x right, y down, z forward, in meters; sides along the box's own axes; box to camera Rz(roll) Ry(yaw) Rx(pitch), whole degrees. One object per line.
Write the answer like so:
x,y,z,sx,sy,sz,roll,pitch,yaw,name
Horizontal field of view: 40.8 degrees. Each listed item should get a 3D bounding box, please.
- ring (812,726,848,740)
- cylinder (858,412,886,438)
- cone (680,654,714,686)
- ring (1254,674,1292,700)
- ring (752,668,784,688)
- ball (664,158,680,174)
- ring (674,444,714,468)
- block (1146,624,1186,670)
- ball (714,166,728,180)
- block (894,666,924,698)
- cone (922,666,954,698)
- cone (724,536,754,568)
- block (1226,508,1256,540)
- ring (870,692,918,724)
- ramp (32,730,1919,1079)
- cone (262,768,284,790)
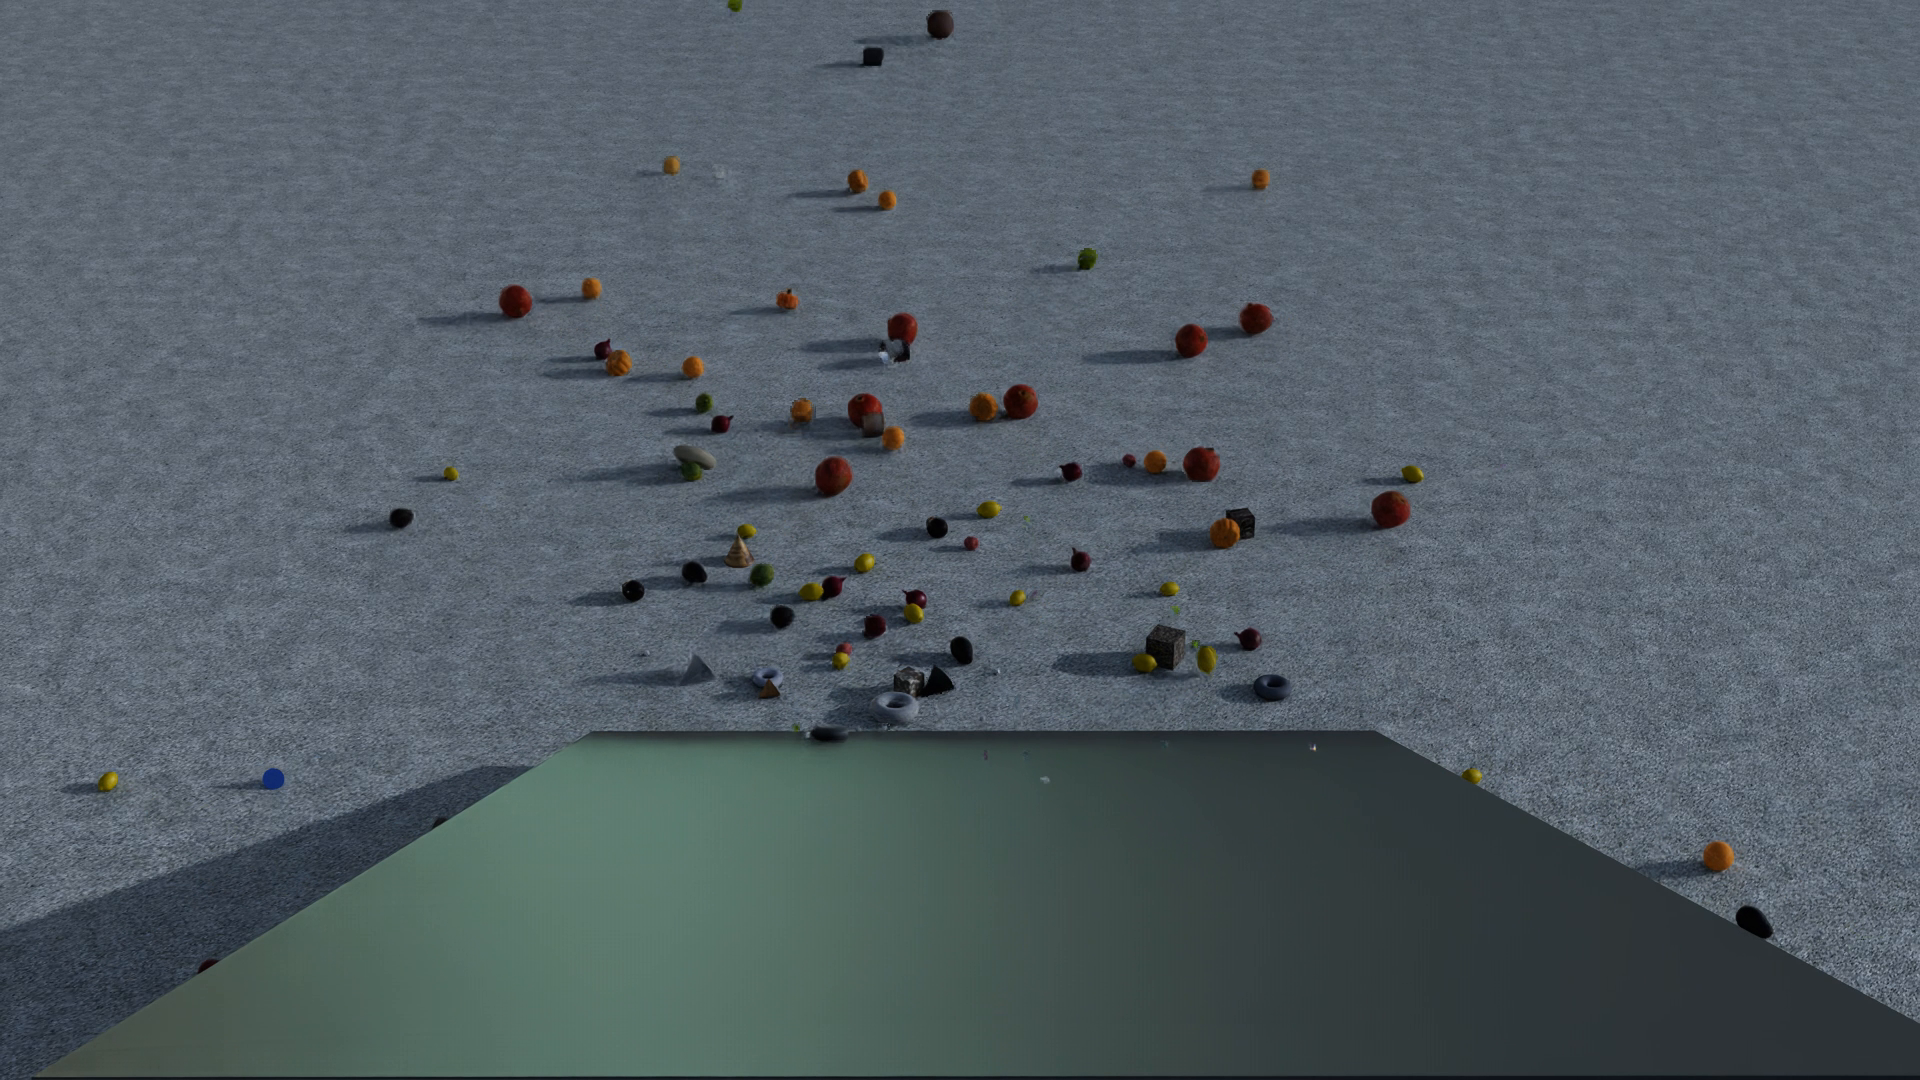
-0.320,0.476,6.376,0.089,0.030,0.089,1,0,0,ring
-0.283,-0.372,8.351,0.068,0.068,0.068,-24,33,-10,cylinder
-0.725,0.368,6.977,0.090,0.090,0.090,-40,41,-13,cone
0.839,0.395,6.933,0.103,0.034,0.103,1,28,-1,ring
-0.520,0.374,6.979,0.086,0.029,0.086,0,29,0,ring
-1.176,-1.524,10.534,0.070,0.070,0.070,0,28,0,ball
-0.834,-0.262,8.109,0.136,0.045,0.136,17,-10,3,ring
0.563,0.294,7.073,0.082,0.082,0.082,13,30,23,block
-0.974,-1.491,10.486,0.056,0.056,0.056,0,28,0,ball
-0.136,0.385,6.927,0.058,0.058,0.058,22,35,36,block
-0.073,0.395,6.929,0.083,0.083,0.083,-41,42,-14,cone
-0.649,0.022,7.581,0.090,0.090,0.090,0,28,0,cone
0.839,-0.048,7.736,0.068,0.068,0.068,-7,29,-13,block
-0.174,0.444,6.830,0.131,0.044,0.131,1,27,0,ring
0.063,0.564,4.603,2.000,0.100,4.000,0,1,0,ramp
-1.735,0.603,6.549,0.054,0.054,0.054,-2,1,-5,cone
